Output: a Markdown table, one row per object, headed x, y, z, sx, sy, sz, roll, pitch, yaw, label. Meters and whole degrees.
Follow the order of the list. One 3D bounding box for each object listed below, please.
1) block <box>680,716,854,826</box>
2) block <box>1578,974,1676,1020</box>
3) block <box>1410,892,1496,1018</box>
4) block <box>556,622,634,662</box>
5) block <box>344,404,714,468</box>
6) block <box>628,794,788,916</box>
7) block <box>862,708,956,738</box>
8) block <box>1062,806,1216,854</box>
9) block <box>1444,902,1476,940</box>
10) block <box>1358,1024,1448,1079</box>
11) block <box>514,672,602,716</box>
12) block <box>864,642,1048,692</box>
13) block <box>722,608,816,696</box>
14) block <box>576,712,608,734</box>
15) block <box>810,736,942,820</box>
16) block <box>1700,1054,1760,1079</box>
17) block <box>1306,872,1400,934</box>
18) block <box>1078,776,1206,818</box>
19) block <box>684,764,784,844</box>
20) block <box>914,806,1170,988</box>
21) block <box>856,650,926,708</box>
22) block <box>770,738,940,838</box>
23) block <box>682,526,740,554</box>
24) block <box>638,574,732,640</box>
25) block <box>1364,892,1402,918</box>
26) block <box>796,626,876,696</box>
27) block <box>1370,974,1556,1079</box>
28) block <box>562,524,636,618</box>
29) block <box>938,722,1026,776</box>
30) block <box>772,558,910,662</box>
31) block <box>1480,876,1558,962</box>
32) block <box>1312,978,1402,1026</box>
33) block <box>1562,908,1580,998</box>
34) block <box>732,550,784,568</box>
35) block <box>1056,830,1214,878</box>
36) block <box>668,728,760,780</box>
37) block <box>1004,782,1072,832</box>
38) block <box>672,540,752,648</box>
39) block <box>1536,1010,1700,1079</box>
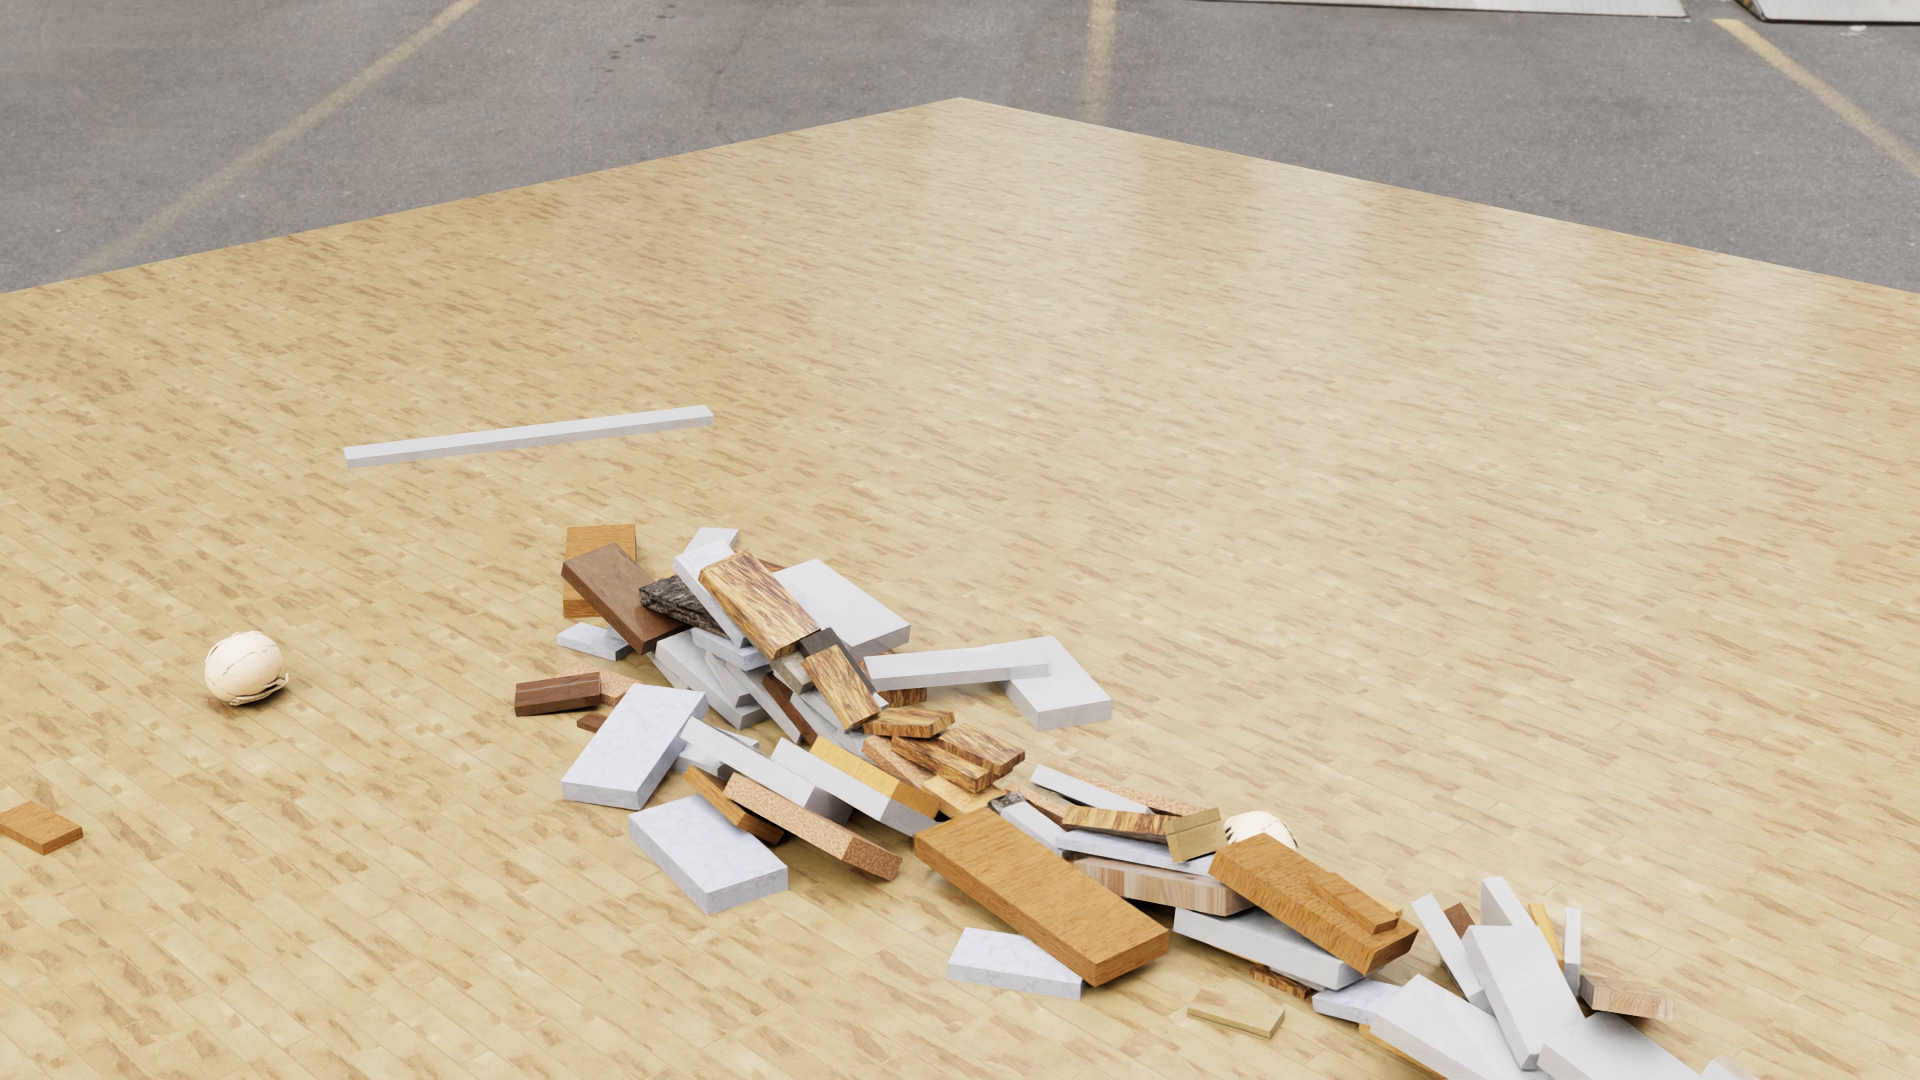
| x | y | z | sx | sy | sz | roll | pitch | yaw | label |
| --- | --- | --- | --- | --- | --- | --- | --- | --- | --- |
| -0.388 | 0.465 | 4.429 | 0.339 | 0.048 | 0.170 | 25 | -6 | 32 | block |
| 1.098 | 0.754 | 3.639 | 0.121 | 0.034 | 0.468 | 6 | -7 | 14 | block |
| 0.872 | 0.749 | 3.805 | 0.041 | 0.145 | 0.291 | -29 | 24 | 4 | block |
| -0.850 | 0.238 | 5.165 | 0.175 | 0.025 | 0.088 | 13 | 25 | 28 | block |
| -1.253 | -0.305 | 6.442 | 1.066 | 0.029 | 0.103 | -8 | 24 | -18 | block |
| -0.492 | 0.605 | 4.274 | 0.172 | 0.049 | 0.344 | -14 | 27 | -30 | block |
| -0.106 | 0.375 | 4.521 | 0.179 | 0.024 | 0.086 | -1 | 17 | 41 | block |
| 0.345 | 0.558 | 4.192 | 0.288 | 0.038 | 0.134 | -1 | -26 | 47 | block |
| 0.923 | 0.755 | 3.808 | 0.038 | 0.134 | 0.267 | -29 | 24 | 4 | block |
| 0.787 | 0.848 | 3.727 | 0.099 | 0.028 | 0.198 | -21 | 30 | -40 | block |
| -0.891 | 0.342 | 4.880 | 0.186 | 0.026 | 0.093 | -8 | 31 | -3 | block |
| -0.010 | 0.284 | 4.925 | 0.400 | 0.032 | 0.112 | -4 | 23 | -10 | block |
| -0.372 | 0.205 | 4.672 | 0.128 | 0.036 | 0.266 | -25 | 60 | -39 | block |
| -0.778 | 0.404 | 4.790 | 0.105 | 0.015 | 0.053 | 14 | 27 | 30 | block |
| -0.170 | 0.475 | 4.407 | 0.268 | 0.038 | 0.134 | 22 | -8 | 47 | block |
| 1.241 | 0.867 | 3.474 | 0.121 | 0.034 | 0.241 | 35 | 5 | 25 | block |
| 0.690 | 0.638 | 3.868 | 0.076 | 0.021 | 0.151 | -3 | 29 | -47 | block |
| 0.375 | 0.526 | 4.425 | 0.275 | 0.026 | 0.091 | 12 | -11 | 26 | block |
| -0.452 | 0.527 | 4.381 | 0.113 | 0.032 | 0.225 | 34 | -2 | -41 | block |
| 0.142 | 0.650 | 4.065 | 0.172 | 0.049 | 0.531 | -17 | 29 | -34 | block |
| -0.230 | 0.292 | 5.009 | 0.174 | 0.049 | 0.347 | -11 | 25 | -24 | block |
| -0.210 | 0.501 | 4.394 | 0.339 | 0.048 | 0.170 | 23 | -7 | 43 | block |
| -0.645 | 0.022 | 5.673 | 0.103 | 0.029 | 0.205 | 3 | 23 | 8 | block |
| -0.559 | 0.143 | 4.899 | 0.142 | 0.040 | 0.345 | -21 | 25 | -37 | block |
| 0.742 | 0.686 | 4.117 | 0.151 | 0.021 | 0.076 | 18 | 29 | 36 | block |
| -0.260 | 0.269 | 4.611 | 0.086 | 0.024 | 0.172 | -24 | 70 | -39 | block |
| 0.932 | 0.879 | 3.520 | 0.550 | 0.041 | 0.145 | 28 | 34 | 31 | block |
| -0.902 | 0.074 | 5.523 | 0.174 | 0.049 | 0.459 | -3 | 23 | -7 | block |
| 0.043 | 0.421 | 4.438 | 0.161 | 0.023 | 0.081 | 21 | 32 | 34 | block |
| -0.296 | 0.163 | 5.118 | 0.174 | 0.049 | 0.348 | -19 | 39 | -38 | block |
| 0.985 | 0.723 | 3.883 | 0.038 | 0.134 | 0.267 | -7 | 24 | -6 | block |
| 0.714 | 0.796 | 3.774 | 0.099 | 0.028 | 0.198 | -20 | 14 | -38 | block |
| 1.083 | 0.739 | 3.901 | 0.026 | 0.091 | 0.182 | 6 | 24 | 14 | block |
| -0.496 | 0.115 | 5.426 | 0.347 | 0.049 | 0.174 | 17 | 28 | 34 | block |
| 0.351 | 0.586 | 4.115 | 0.366 | 0.021 | 0.076 | 5 | 8 | 37 | block |
| -0.583 | 0.438 | 4.678 | 0.284 | 0.040 | 0.142 | 14 | 27 | 30 | block |
| 0.164 | 0.542 | 4.378 | 0.161 | 0.081 | 0.023 | 22 | 56 | 42 | block |
| -0.496 | 0.115 | 4.763 | 0.128 | 0.036 | 0.256 | -22 | 58 | -38 | block |
| 1.077 | 0.865 | 3.406 | 0.163 | 0.046 | 0.327 | -15 | 37 | -36 | block |
